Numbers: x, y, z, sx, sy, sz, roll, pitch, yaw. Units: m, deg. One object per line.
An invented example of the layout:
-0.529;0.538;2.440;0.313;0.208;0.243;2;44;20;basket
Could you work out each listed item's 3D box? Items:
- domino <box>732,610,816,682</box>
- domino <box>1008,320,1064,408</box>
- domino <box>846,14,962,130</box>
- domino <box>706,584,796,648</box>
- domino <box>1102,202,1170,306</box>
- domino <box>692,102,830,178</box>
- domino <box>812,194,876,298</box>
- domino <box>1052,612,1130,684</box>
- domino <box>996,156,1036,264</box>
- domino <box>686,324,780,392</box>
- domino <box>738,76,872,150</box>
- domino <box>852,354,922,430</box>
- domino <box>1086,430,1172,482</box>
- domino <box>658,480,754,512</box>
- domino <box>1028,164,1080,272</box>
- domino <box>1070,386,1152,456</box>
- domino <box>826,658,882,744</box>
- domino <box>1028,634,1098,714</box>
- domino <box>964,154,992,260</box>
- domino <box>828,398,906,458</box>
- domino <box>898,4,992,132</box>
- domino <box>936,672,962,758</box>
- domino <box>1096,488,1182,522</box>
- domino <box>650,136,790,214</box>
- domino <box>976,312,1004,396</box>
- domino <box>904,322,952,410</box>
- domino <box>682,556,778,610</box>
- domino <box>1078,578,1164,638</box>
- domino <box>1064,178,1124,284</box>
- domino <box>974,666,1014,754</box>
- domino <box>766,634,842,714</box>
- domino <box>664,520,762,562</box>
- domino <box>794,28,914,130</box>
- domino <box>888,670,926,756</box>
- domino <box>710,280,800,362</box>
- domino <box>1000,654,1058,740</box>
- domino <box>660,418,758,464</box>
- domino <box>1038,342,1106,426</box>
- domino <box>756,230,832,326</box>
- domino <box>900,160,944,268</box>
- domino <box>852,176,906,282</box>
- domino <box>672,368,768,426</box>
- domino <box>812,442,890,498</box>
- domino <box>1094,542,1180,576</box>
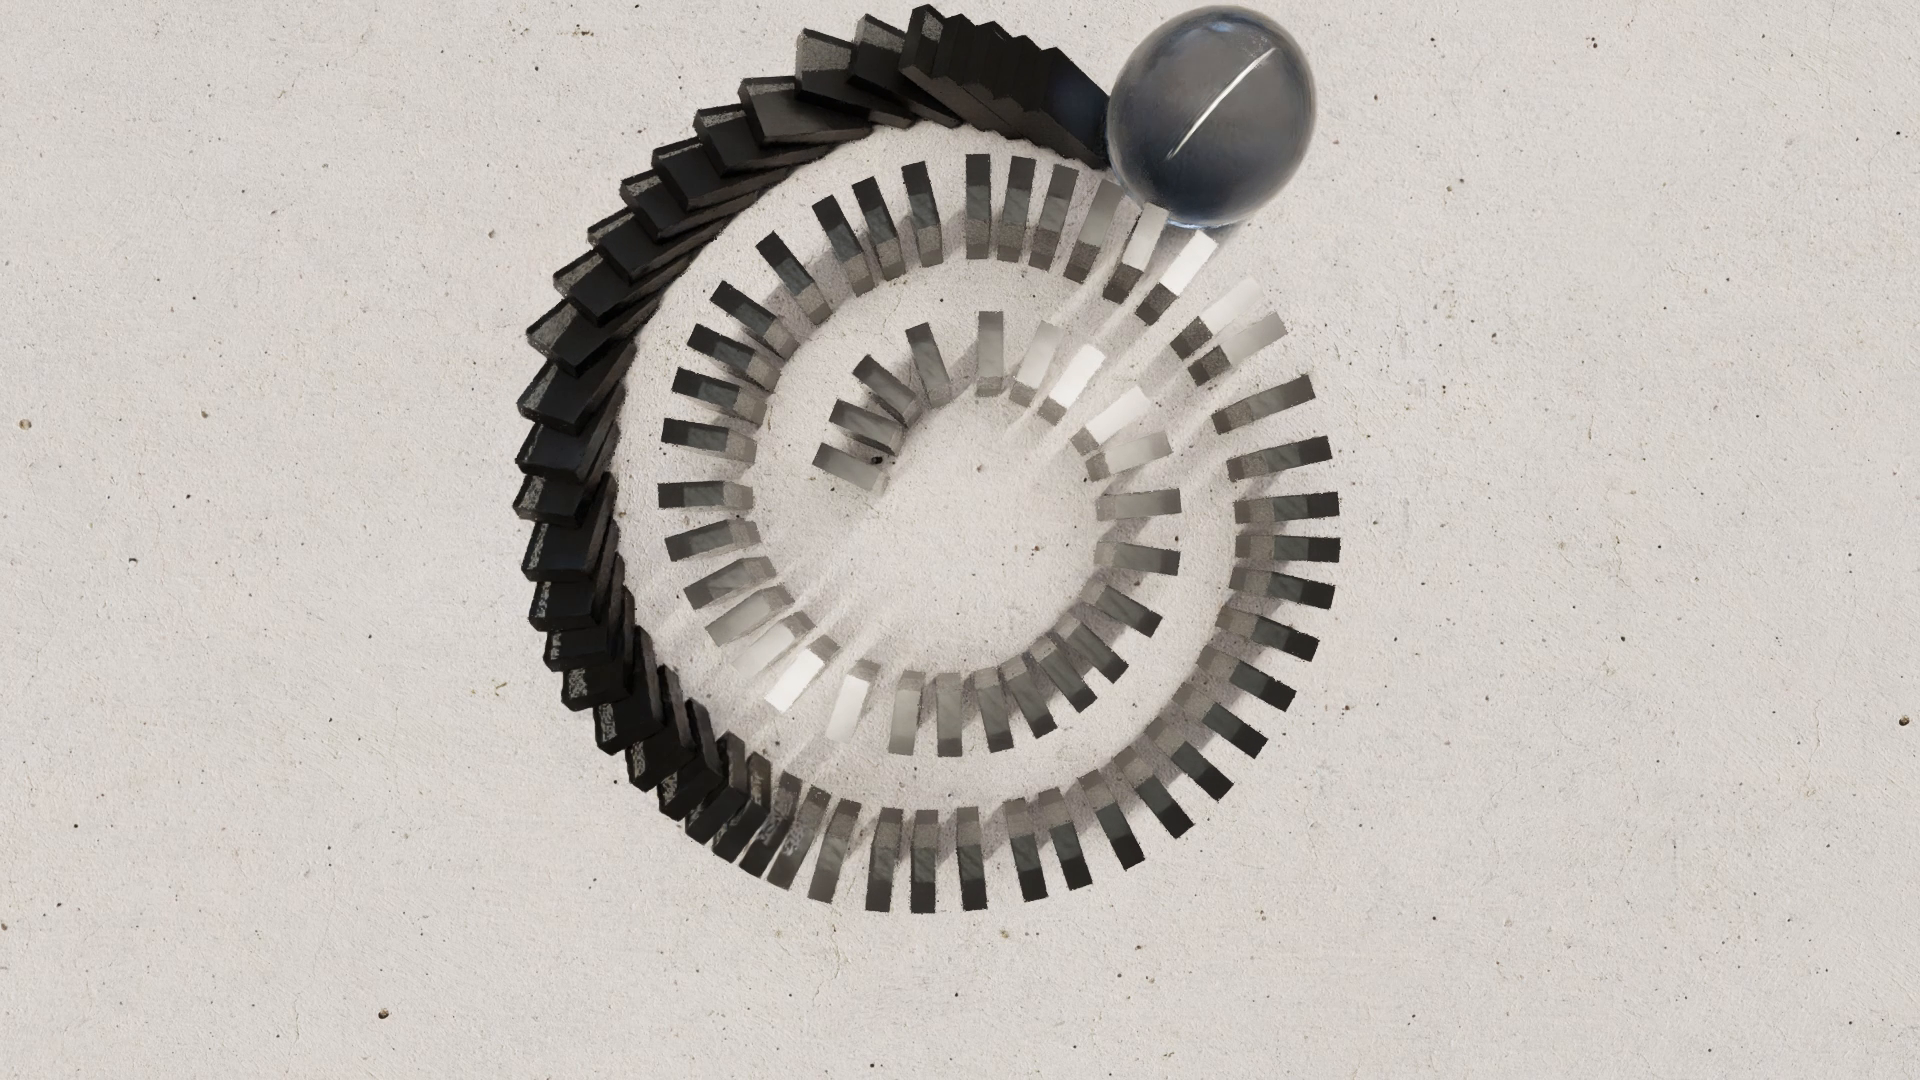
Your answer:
-0.075;0.042;0.375;0.025;0.050;0.010;-42;90;0;domino
0.030;-0.071;0.375;0.009;0.050;0.025;24;90;0;domino
-0.021;-0.196;0.384;0.050;0.010;0.025;11;90;-28;domino
-0.085;0.030;0.375;0.025;0.050;0.009;-35;90;0;domino
0.071;-0.116;0.375;0.010;0.050;0.025;23;90;0;domino
-0.082;-0.169;0.383;0.050;0.010;0.025;-27;89;-31;domino
-0.047;-0.119;0.375;0.009;0.050;0.025;-29;90;0;domino
0.053;0.043;0.375;0.025;0.050;0.010;43;90;0;domino
0.023;-0.134;0.375;0.009;0.050;0.025;9;90;0;domino
-0.091;-0.074;0.375;0.025;0.050;0.009;24;90;0;domino
-0.064;-0.180;0.383;0.050;0.010;0.025;-21;90;-30;domino
-0.029;-0.060;0.375;0.025;0.050;0.010;39;90;0;domino
0.068;-0.034;0.375;0.025;0.050;0.009;-19;90;0;domino
-0.103;-0.018;0.375;0.025;0.050;0.009;-2;90;0;domino
0.038;-0.130;0.375;0.009;0.050;0.025;16;90;0;domino
0.061;-0.048;0.375;0.025;0.050;0.010;-37;90;0;domino
-0.043;0.065;0.375;0.010;0.050;0.025;19;90;0;domino
0.041;0.054;0.375;0.010;0.050;0.025;-39;90;0;domino
0.007;-0.135;0.375;0.009;0.050;0.025;-1;90;0;domino
-0.037;-0.045;0.375;0.025;0.050;0.010;22;90;0;domino
-0.002;-0.194;0.379;0.010;0.050;0.025;14;90;44;domino
-0.004;0.070;0.375;0.009;0.050;0.025;-2;90;0;domino
0.072;-0.014;0.375;0.025;0.050;0.009;-5;90;0;domino
-0.100;-0.156;0.382;0.050;0.010;0.025;-35;88;-31;domino
0.012;-0.075;0.375;0.009;0.050;0.025;0;90;0;domino
-0.012;-0.070;0.375;0.009;0.050;0.025;-21;90;0;domino
-0.093;0.017;0.375;0.025;0.050;0.010;-28;90;0;domino
0.064;0.027;0.375;0.025;0.050;0.009;30;90;0;domino
0.054;-0.125;0.375;0.009;0.050;0.025;23;90;0;domino
0.013;0.068;0.375;0.009;0.050;0.025;-13;90;0;domino
-0.063;0.054;0.375;0.009;0.050;0.025;39;90;0;domino
-0.100;0.000;0.375;0.025;0.050;0.009;-17;90;0;domino
-0.043;-0.192;0.384;0.050;0.009;0.025;2;89;-29;domino
-0.021;0.070;0.375;0.009;0.050;0.025;7;90;0;domino
-0.083;-0.089;0.375;0.025;0.050;0.009;34;90;0;domino
0.028;0.063;0.375;0.010;0.050;0.025;-28;90;0;domino
-0.101;-0.040;0.375;0.025;0.050;0.010;9;90;0;domino
0.045;-0.063;0.375;0.009;0.050;0.025;35;90;0;domino
-0.067;-0.106;0.375;0.009;0.050;0.025;-39;90;0;domino
-0.015;-0.132;0.375;0.009;0.050;0.025;-15;90;0;domino
-0.032;-0.126;0.375;0.009;0.050;0.025;-22;90;0;domino
-0.097;-0.058;0.375;0.025;0.050;0.010;17;90;0;domino
-0.043;-0.028;0.375;0.025;0.050;0.010;25;90;0;domino
0.071;0.007;0.375;0.025;0.050;0.010;9;90;0;domino
